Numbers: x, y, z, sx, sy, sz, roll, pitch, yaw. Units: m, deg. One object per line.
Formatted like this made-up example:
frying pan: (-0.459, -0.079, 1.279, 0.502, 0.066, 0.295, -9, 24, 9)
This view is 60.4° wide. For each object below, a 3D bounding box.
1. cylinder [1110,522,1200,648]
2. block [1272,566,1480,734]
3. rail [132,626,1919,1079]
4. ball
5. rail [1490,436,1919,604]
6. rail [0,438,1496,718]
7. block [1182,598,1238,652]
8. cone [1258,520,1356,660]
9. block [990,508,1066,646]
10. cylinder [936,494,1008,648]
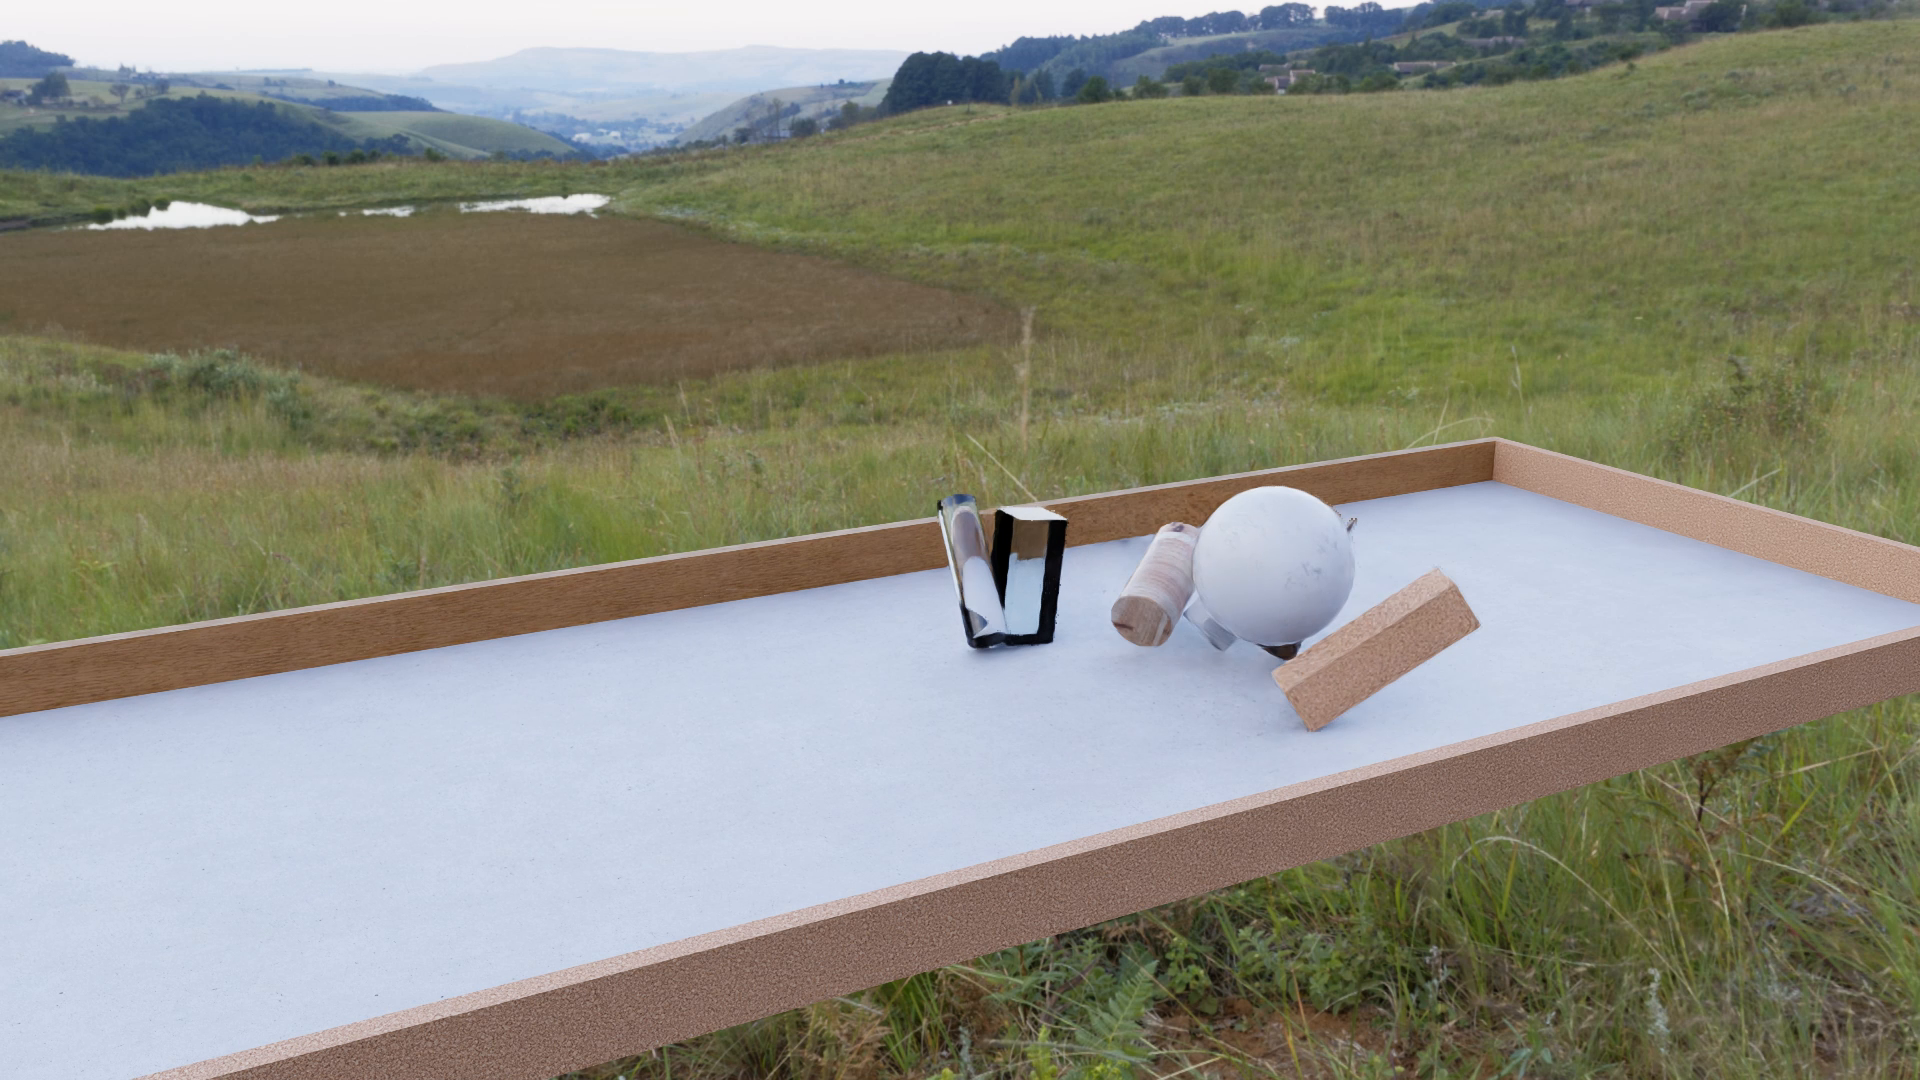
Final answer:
cylinder: (0.546, 0.118, 4.436, 0.167, 0.167, 0.340, 8, 39, 26)
block: (0.965, 0.256, 3.841, 0.457, 0.125, 0.125, -34, 16, 7)
rail: (-2.336, 1.006, 1.665, 12.000, 0.150, 0.050, -9, 18, -27)
ball: (0.767, 0.063, 4.041, 0.393, 0.393, 0.393, 0, 16, 0)
rail: (2.466, -0.048, 5.253, 0.050, 0.150, 2.100, -9, 18, -27)
rail: (-3.305, 0.497, 3.399, 12.000, 0.150, 0.050, -9, 18, -27)
block: (0.754, 0.133, 4.366, 0.319, 0.108, 0.108, -45, 25, -3)
cone: (0.919, 0.099, 4.308, 0.415, 0.177, 0.177, -50, 37, -16)
block: (0.173, 0.095, 4.404, 0.138, 0.341, 0.138, -1, 15, -28)
cylinder: (0.032, 0.081, 4.405, 0.110, 0.404, 0.110, -11, -22, -5)
